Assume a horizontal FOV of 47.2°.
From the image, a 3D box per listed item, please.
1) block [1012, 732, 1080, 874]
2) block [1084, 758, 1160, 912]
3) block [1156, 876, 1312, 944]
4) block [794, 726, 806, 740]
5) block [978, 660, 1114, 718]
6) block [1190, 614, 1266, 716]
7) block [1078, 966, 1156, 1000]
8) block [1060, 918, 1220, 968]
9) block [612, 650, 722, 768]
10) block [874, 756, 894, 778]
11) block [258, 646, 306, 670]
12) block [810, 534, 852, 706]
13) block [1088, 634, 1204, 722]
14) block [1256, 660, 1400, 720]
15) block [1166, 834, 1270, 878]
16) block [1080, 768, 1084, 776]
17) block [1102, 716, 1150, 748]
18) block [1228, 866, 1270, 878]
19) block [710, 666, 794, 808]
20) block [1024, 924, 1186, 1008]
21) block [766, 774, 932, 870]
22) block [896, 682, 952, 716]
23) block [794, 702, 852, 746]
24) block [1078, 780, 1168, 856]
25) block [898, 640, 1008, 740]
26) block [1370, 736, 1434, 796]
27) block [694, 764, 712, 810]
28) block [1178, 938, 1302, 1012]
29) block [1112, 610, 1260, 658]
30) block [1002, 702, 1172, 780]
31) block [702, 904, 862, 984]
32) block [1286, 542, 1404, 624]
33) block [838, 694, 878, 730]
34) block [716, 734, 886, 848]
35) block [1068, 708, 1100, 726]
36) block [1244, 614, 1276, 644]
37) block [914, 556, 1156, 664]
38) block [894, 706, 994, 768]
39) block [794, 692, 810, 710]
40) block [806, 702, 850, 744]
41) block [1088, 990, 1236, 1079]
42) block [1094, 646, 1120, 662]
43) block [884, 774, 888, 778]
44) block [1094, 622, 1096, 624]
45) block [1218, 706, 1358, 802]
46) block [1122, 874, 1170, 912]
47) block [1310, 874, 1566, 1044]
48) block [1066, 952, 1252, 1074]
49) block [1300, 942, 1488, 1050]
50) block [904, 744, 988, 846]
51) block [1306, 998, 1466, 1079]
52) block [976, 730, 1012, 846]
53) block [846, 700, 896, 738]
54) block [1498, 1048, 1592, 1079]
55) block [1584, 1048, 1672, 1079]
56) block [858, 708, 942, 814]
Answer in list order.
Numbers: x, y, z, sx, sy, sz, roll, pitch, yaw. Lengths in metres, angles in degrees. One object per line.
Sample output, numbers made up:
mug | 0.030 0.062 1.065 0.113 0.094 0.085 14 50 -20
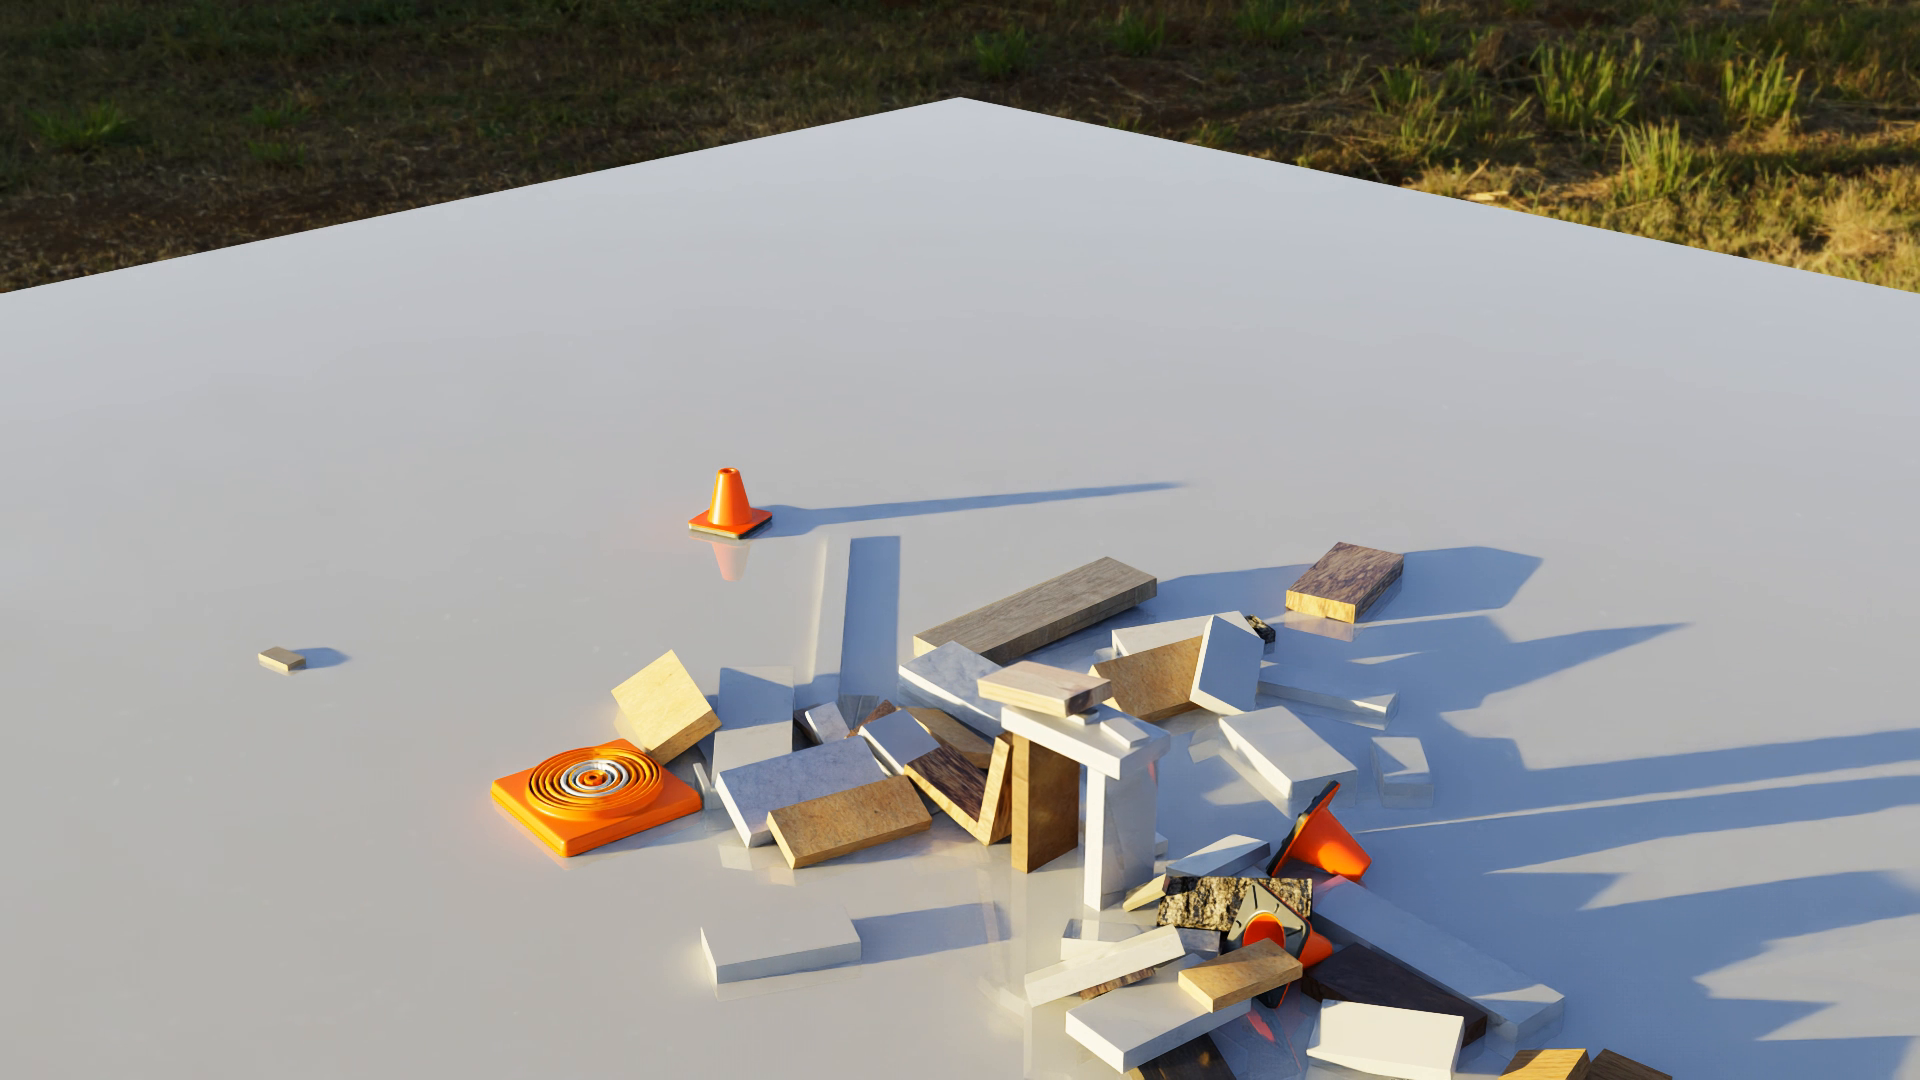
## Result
block | 0.166 0.484 4.246 0.041 0.292 0.146 21 31 41
block | 0.303 0.537 4.120 0.146 0.292 0.041 -20 30 -38
block | 0.508 0.680 4.054 0.275 0.039 0.138 -1 29 12
block | -0.375 0.392 4.810 0.074 0.021 0.149 -19 29 -38
block | 0.160 0.282 4.178 0.122 0.035 0.245 -20 19 -37
block | 0.596 0.288 4.886 0.133 0.038 0.266 27 38 -5
block | 0.268 0.757 3.784 0.132 0.019 0.066 -19 -4 -3
block | 0.326 0.727 3.945 0.275 0.039 0.138 4 5 8
block | -0.637 0.362 4.753 0.161 0.046 0.322 -35 30 -7
block | -0.141 0.462 4.574 0.064 0.018 0.129 -17 50 -45
block | -1.571 0.274 5.095 0.103 0.015 0.052 16 28 33
block | -0.308 0.188 5.296 0.061 0.017 0.994 0 23 -1
block | 0.453 0.314 4.877 0.309 0.044 0.154 -13 55 -28
block | 0.771 0.327 4.955 0.415 0.029 0.101 11 25 24
block | 0.498 0.619 4.239 0.191 0.027 0.095 -19 16 -37
block | 0.211 0.461 4.623 0.052 0.015 0.104 25 5 -38
block | 0.305 0.354 4.053 0.046 0.013 0.092 -13 26 -28
block | 0.569 0.663 4.175 0.066 0.019 0.132 -13 26 -29
block | -0.435 0.412 4.656 0.161 0.046 0.447 -1 31 -3
block | 0.248 0.734 3.801 0.275 0.039 0.138 -19 -4 0
block | -0.218 0.555 4.349 0.303 0.035 0.122 -13 49 -27
block | -0.054 0.345 4.917 0.087 0.025 0.174 -18 29 -36
block | -0.300 0.399 4.732 0.074 0.021 0.148 -17 28 -27
block | 0.268 0.552 4.426 0.095 0.027 0.357 -15 27 -31
block | 0.051 0.339 4.843 0.349 0.049 0.175 27 34 34
block | 0.926 0.474 4.608 0.101 0.029 0.202 1 23 2
block | -0.527 0.504 4.506 0.015 0.052 0.103 -7 24 -16
block | 0.480 0.743 3.759 0.191 0.027 0.095 -15 27 -27
block | 0.522 0.237 5.077 0.309 0.044 0.154 -8 24 -10
block | 0.235 0.355 4.121 0.292 0.041 0.146 21 31 40
block | -0.325 0.731 3.990 0.265 0.038 0.133 -7 24 -16
block | 0.958 0.103 5.455 0.175 0.049 0.349 13 26 27
block | -0.229 0.389 4.812 0.087 0.025 0.174 1 23 3
block | -0.311 0.504 4.433 0.322 0.046 0.161 -13 51 -28
block | 0.212 0.320 4.134 0.092 0.013 0.046 20 30 39
block | 0.631 0.226 5.191 0.202 0.029 0.101 -10 25 -23
block | 0.186 0.180 5.241 0.625 0.049 0.175 -21 31 -36
block | -0.026 0.419 4.672 0.121 0.034 0.241 9 14 -39
block | -0.393 0.355 4.844 0.074 0.021 0.148 -12 26 -26
block | -0.269 0.411 4.658 0.066 0.019 0.132 -19 69 -27
block | 0.397 0.928 3.521 0.145 0.041 0.779 -6 24 -14
block | 0.380 0.265 5.114 0.121 0.017 0.061 -10 25 -22
block | -0.199 0.494 4.572 0.132 0.019 0.066 14 27 29
block | 0.323 0.166 5.348 0.061 0.017 0.121 9 25 21
block | 0.691 0.448 4.649 0.154 0.044 0.309 -9 25 -21
block | 0.349 0.660 4.113 0.092 0.013 0.046 -30 20 31
block | 0.832 0.746 3.955 0.133 0.038 0.514 -18 29 -36
block | 0.337 0.798 3.723 0.290 0.041 0.145 -17 28 -34
block | 0.751 0.803 3.816 0.145 0.041 0.290 -18 29 -37
block | 0.012 0.511 4.429 0.241 0.034 0.121 36 40 30
block | 0.712 0.837 3.674 0.239 0.034 0.119 3 36 24
block | 0.105 0.468 4.271 0.122 0.245 0.035 -21 43 -41
block | -0.175 0.416 4.689 0.087 0.025 0.192 44 33 4
block | 0.918 0.896 3.548 0.119 0.034 0.238 -12 11 39
block | 1.045 0.915 3.561 0.119 0.034 0.239 18 29 37
block | -0.088 0.454 4.531 0.121 0.034 0.241 -20 52 -41
